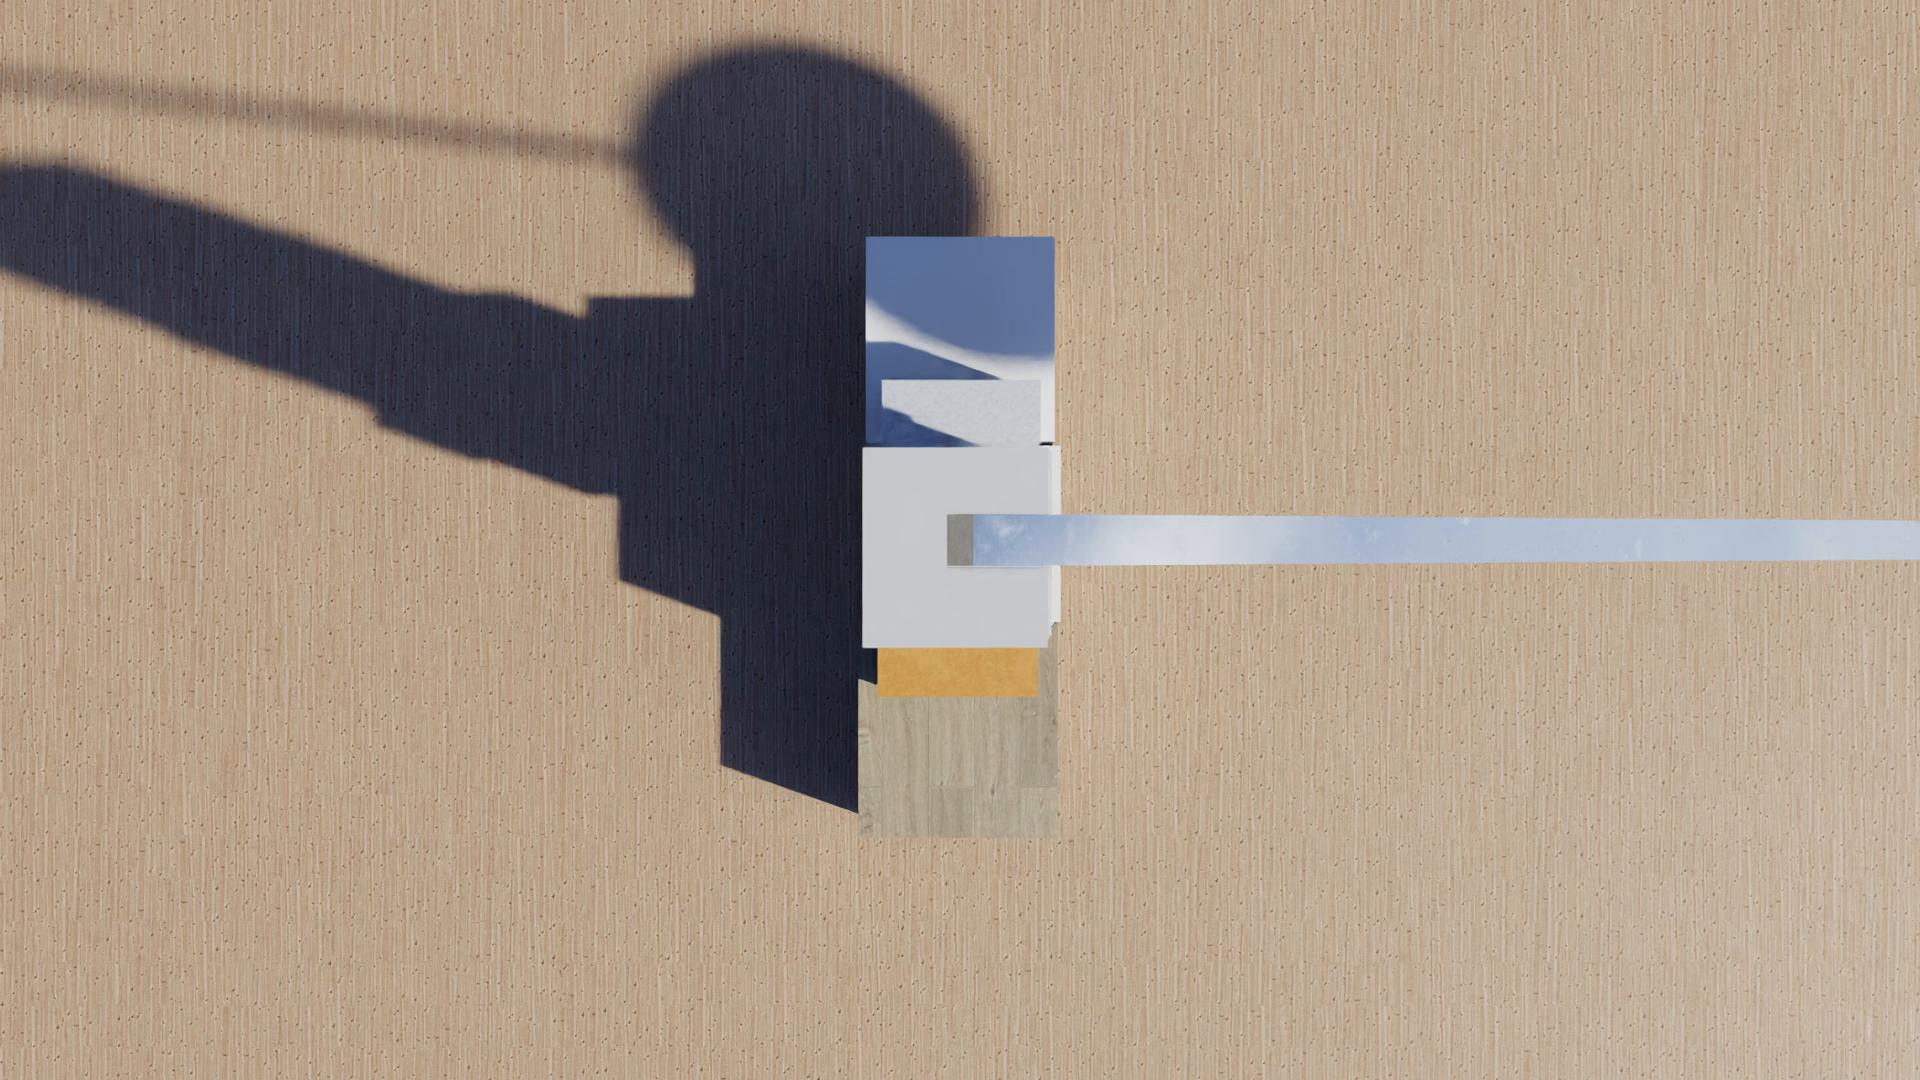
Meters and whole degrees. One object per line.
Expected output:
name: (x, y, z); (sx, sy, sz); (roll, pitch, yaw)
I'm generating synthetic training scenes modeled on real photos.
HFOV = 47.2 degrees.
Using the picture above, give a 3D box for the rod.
rod: (2.234, 0.000, 4.733); (5.200, 0.080, 0.080); (0, 90, -31)

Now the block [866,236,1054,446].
block: (0.001, -1.081, 12.420); (1.018, 1.160, 1.107); (0, 90, 0)

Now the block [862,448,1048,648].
block: (-0.015, 0.024, 7.363); (0.590, 0.711, 0.640); (0, 90, 0)

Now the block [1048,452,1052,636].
block: (-0.003, 0.013, 10.010); (0.813, 0.649, 0.808); (0, 90, 0)

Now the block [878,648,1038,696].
block: (-0.012, 0.369, 11.661); (0.819, 0.807, 0.873); (0, 90, 0)

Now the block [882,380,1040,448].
block: (0.007, -0.438, 11.432); (0.797, 0.818, 0.733); (0, 90, 0)

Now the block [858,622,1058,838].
block: (-0.010, 1.047, 12.532); (1.095, 0.936, 1.175); (0, 90, 0)

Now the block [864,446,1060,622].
block: (0.014, -0.034, 12.535); (1.078, 0.929, 0.967); (0, 90, 0)
